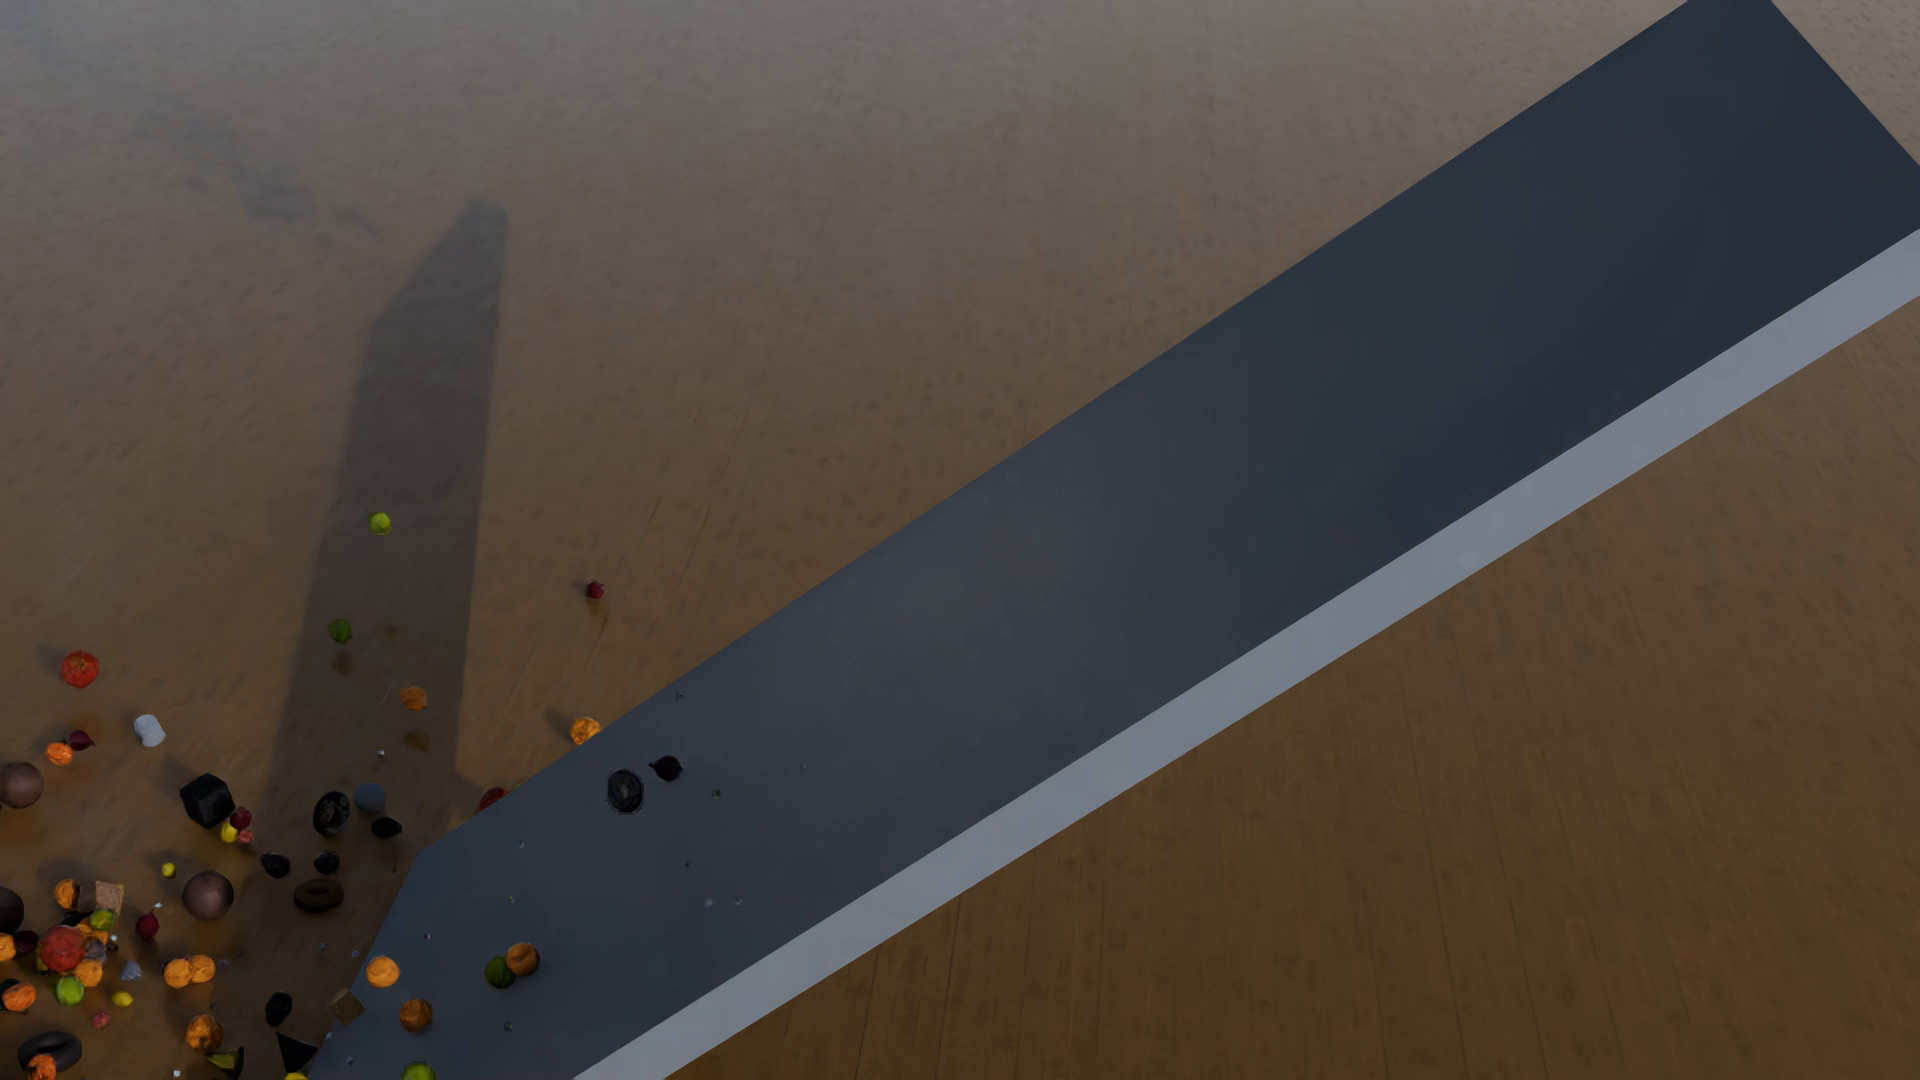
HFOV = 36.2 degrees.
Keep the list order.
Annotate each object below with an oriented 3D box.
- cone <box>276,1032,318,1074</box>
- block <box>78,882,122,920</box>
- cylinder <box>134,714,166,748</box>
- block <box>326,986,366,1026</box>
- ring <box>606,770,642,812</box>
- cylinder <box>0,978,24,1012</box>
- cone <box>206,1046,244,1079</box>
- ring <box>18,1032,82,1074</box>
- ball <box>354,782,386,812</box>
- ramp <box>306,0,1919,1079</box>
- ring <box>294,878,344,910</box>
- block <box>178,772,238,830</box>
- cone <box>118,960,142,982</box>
[{"bbox_3d":[-1.574,1.188,6.900,0.093,0.093,0.093,-36,16,11],"label":"cone"},{"bbox_3d":[-2.206,0.924,7.543,0.076,0.076,0.076,-18,-25,39],"label":"block"},{"bbox_3d":[-2.352,0.553,8.531,0.069,0.069,0.069,-16,51,-33],"label":"cylinder"},{"bbox_3d":[-1.448,1.099,6.926,0.062,0.062,0.062,-42,16,-15],"label":"block"},{"bbox_3d":[-0.774,0.579,6.789,0.102,0.102,0.034,18,17,37],"label":"ring"},{"bbox_3d":[-2.329,1.113,7.197,0.057,0.057,0.057,3,25,7],"label":"cylinder"},{"bbox_3d":[-1.727,1.219,6.882,0.080,0.080,0.080,8,23,4],"label":"cone"},{"bbox_3d":[-2.159,1.215,6.978,0.148,0.049,0.148,1,22,0],"label":"ring"},{"bbox_3d":[-1.637,0.713,8.158,0.085,0.085,0.085,0,22,0],"label":"ball"},{"bbox_3d":[0.131,0.177,6.317,4.000,0.100,2.000,-34,16,16],"label":"ramp"},{"bbox_3d":[-1.677,0.927,7.692,0.130,0.043,0.130,1,21,0],"label":"ring"},{"bbox_3d":[-2.072,0.718,8.103,0.097,0.097,0.097,-35,38,-32],"label":"block"},{"bbox_3d":[-2.063,1.077,7.273,0.055,0.055,0.055,10,26,22],"label":"cone"}]
